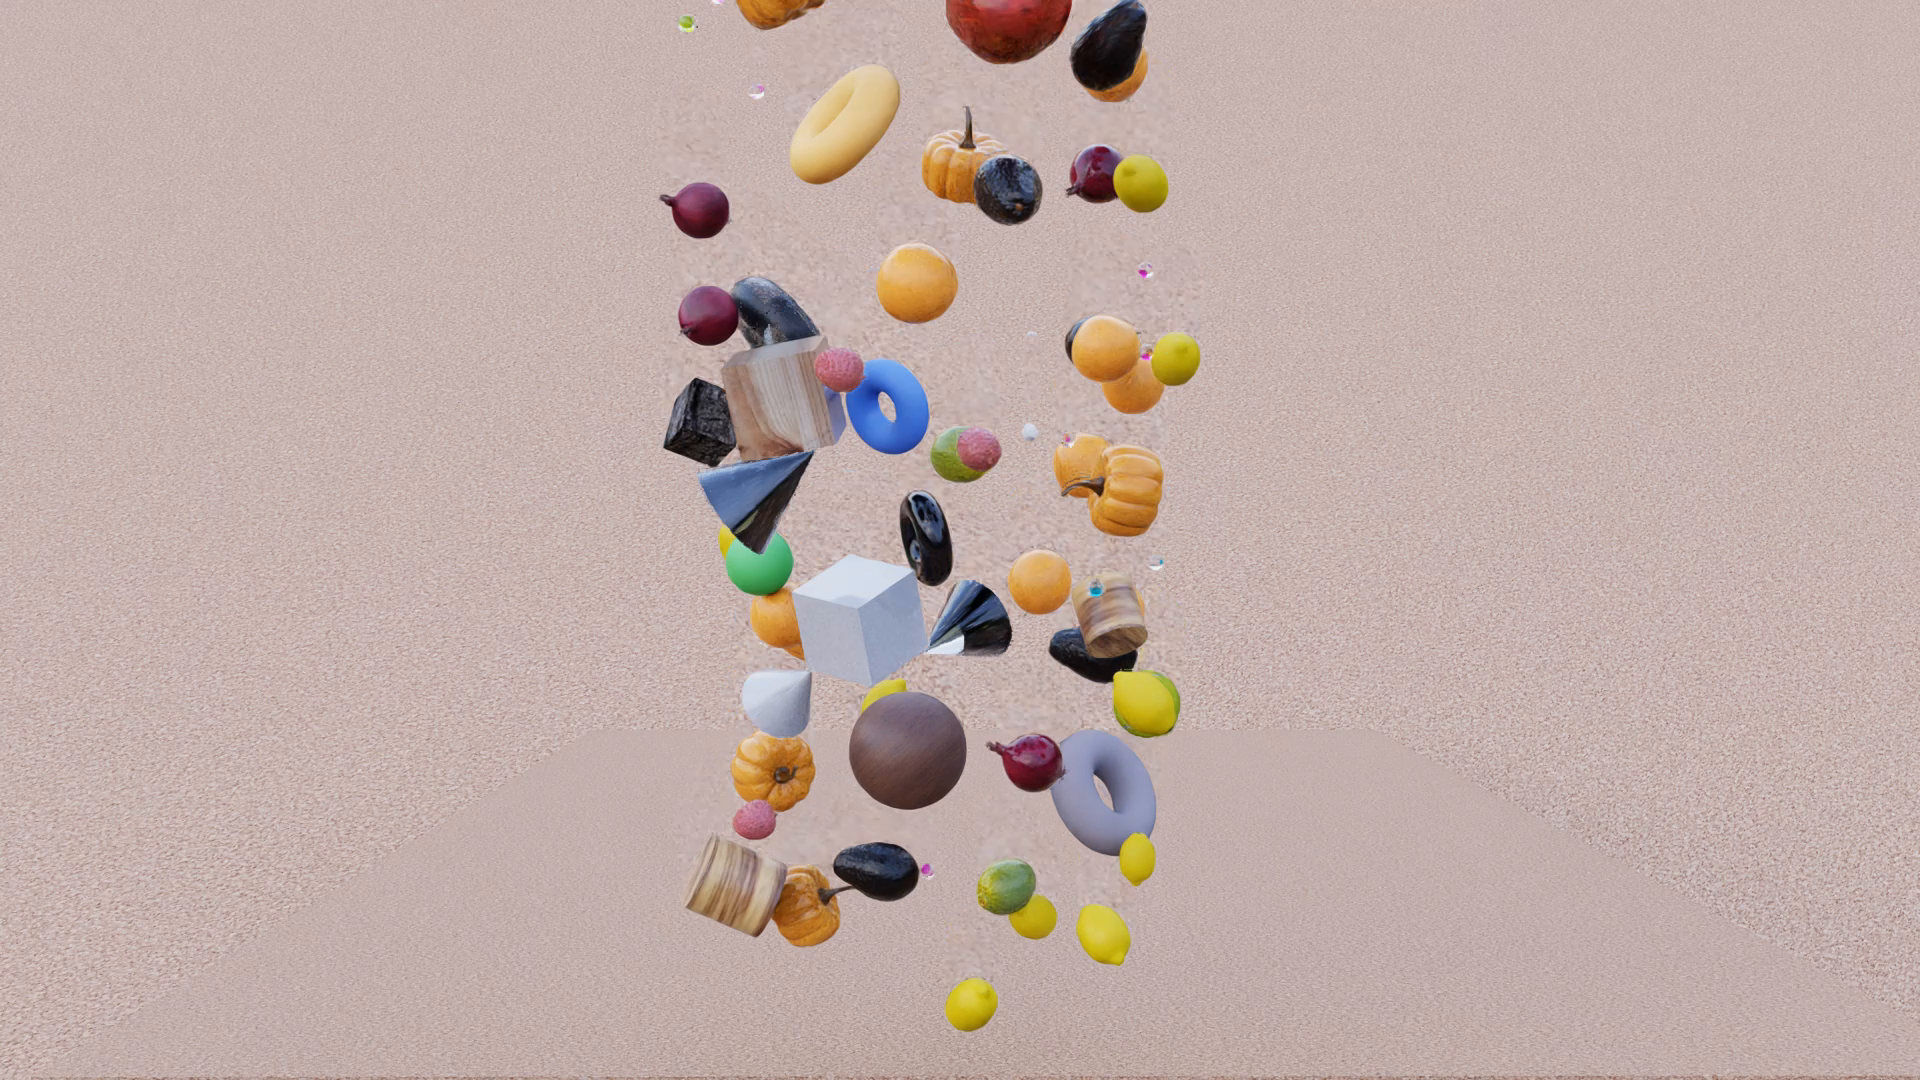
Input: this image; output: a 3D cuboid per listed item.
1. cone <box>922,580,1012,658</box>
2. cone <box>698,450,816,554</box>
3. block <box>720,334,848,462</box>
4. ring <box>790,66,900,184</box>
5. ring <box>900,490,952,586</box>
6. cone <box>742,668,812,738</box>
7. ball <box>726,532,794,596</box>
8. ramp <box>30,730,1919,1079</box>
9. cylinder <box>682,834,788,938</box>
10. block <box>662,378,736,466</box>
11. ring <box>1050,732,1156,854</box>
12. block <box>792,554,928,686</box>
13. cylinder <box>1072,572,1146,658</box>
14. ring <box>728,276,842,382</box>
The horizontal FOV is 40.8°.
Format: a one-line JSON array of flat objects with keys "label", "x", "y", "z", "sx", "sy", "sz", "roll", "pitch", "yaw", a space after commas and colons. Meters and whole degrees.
[{"label": "cone", "x": -0.010, "y": 0.107, "z": 2.876, "sx": 0.096, "sy": 0.096, "sz": 0.096, "roll": 22, "pitch": 36, "yaw": 35}, {"label": "cone", "x": -0.169, "y": -0.054, "z": 2.347, "sx": 0.097, "sy": 0.097, "sz": 0.097, "roll": -36, "pitch": 27, "yaw": 10}, {"label": "block", "x": -0.167, "y": -0.136, "z": 2.462, "sx": 0.091, "sy": 0.091, "sz": 0.091, "roll": -11, "pitch": 13, "yaw": 7}, {"label": "ring", "x": -0.102, "y": -0.368, "z": 2.286, "sx": 0.124, "sy": 0.041, "sz": 0.124, "roll": -39, "pitch": 26, "yaw": 24}, {"label": "ring", "x": -0.034, "y": -0.002, "z": 2.557, "sx": 0.033, "sy": 0.098, "sz": 0.098, "roll": -13, "pitch": 30, "yaw": -15}, {"label": "cone", "x": -0.166, "y": 0.147, "z": 2.590, "sx": 0.078, "sy": 0.078, "sz": 0.078, "roll": 18, "pitch": 53, "yaw": -25}, {"label": "ball", "x": -0.208, "y": 0.023, "z": 2.683, "sx": 0.070, "sy": 0.070, "sz": 0.070, "roll": 0, "pitch": 28, "yaw": 0}, {"label": "ramp", "x": 0.063, "y": 0.563, "z": 4.601, "sx": 2.000, "sy": 0.100, "sz": 4.000, "roll": 0, "pitch": 1, "yaw": 0}, {"label": "cylinder", "x": -0.238, "y": 0.365, "z": 2.727, "sx": 0.083, "sy": 0.083, "sz": 0.083, "roll": 25, "pitch": 26, "yaw": -11}, {"label": "block", "x": -0.266, "y": -0.122, "z": 2.695, "sx": 0.060, "sy": 0.060, "sz": 0.060, "roll": 21, "pitch": 62, "yaw": -19}, {"label": "ring", "x": 0.163, "y": 0.287, "z": 2.934, "sx": 0.050, "sy": 0.150, "sz": 0.150, "roll": -33, "pitch": 5, "yaw": 38}, {"label": "block", "x": -0.097, "y": 0.078, "z": 2.535, "sx": 0.086, "sy": 0.086, "sz": 0.086, "roll": 12, "pitch": 33, "yaw": 38}, {"label": "cylinder", "x": 0.148, "y": 0.074, "z": 2.559, "sx": 0.063, "sy": 0.063, "sz": 0.063, "roll": -6, "pitch": 64, "yaw": -11}, {"label": "ring", "x": -0.177, "y": -0.202, "z": 2.605, "sx": 0.050, "sy": 0.149, "sz": 0.149, "roll": -40, "pitch": 39, "yaw": -9}]
